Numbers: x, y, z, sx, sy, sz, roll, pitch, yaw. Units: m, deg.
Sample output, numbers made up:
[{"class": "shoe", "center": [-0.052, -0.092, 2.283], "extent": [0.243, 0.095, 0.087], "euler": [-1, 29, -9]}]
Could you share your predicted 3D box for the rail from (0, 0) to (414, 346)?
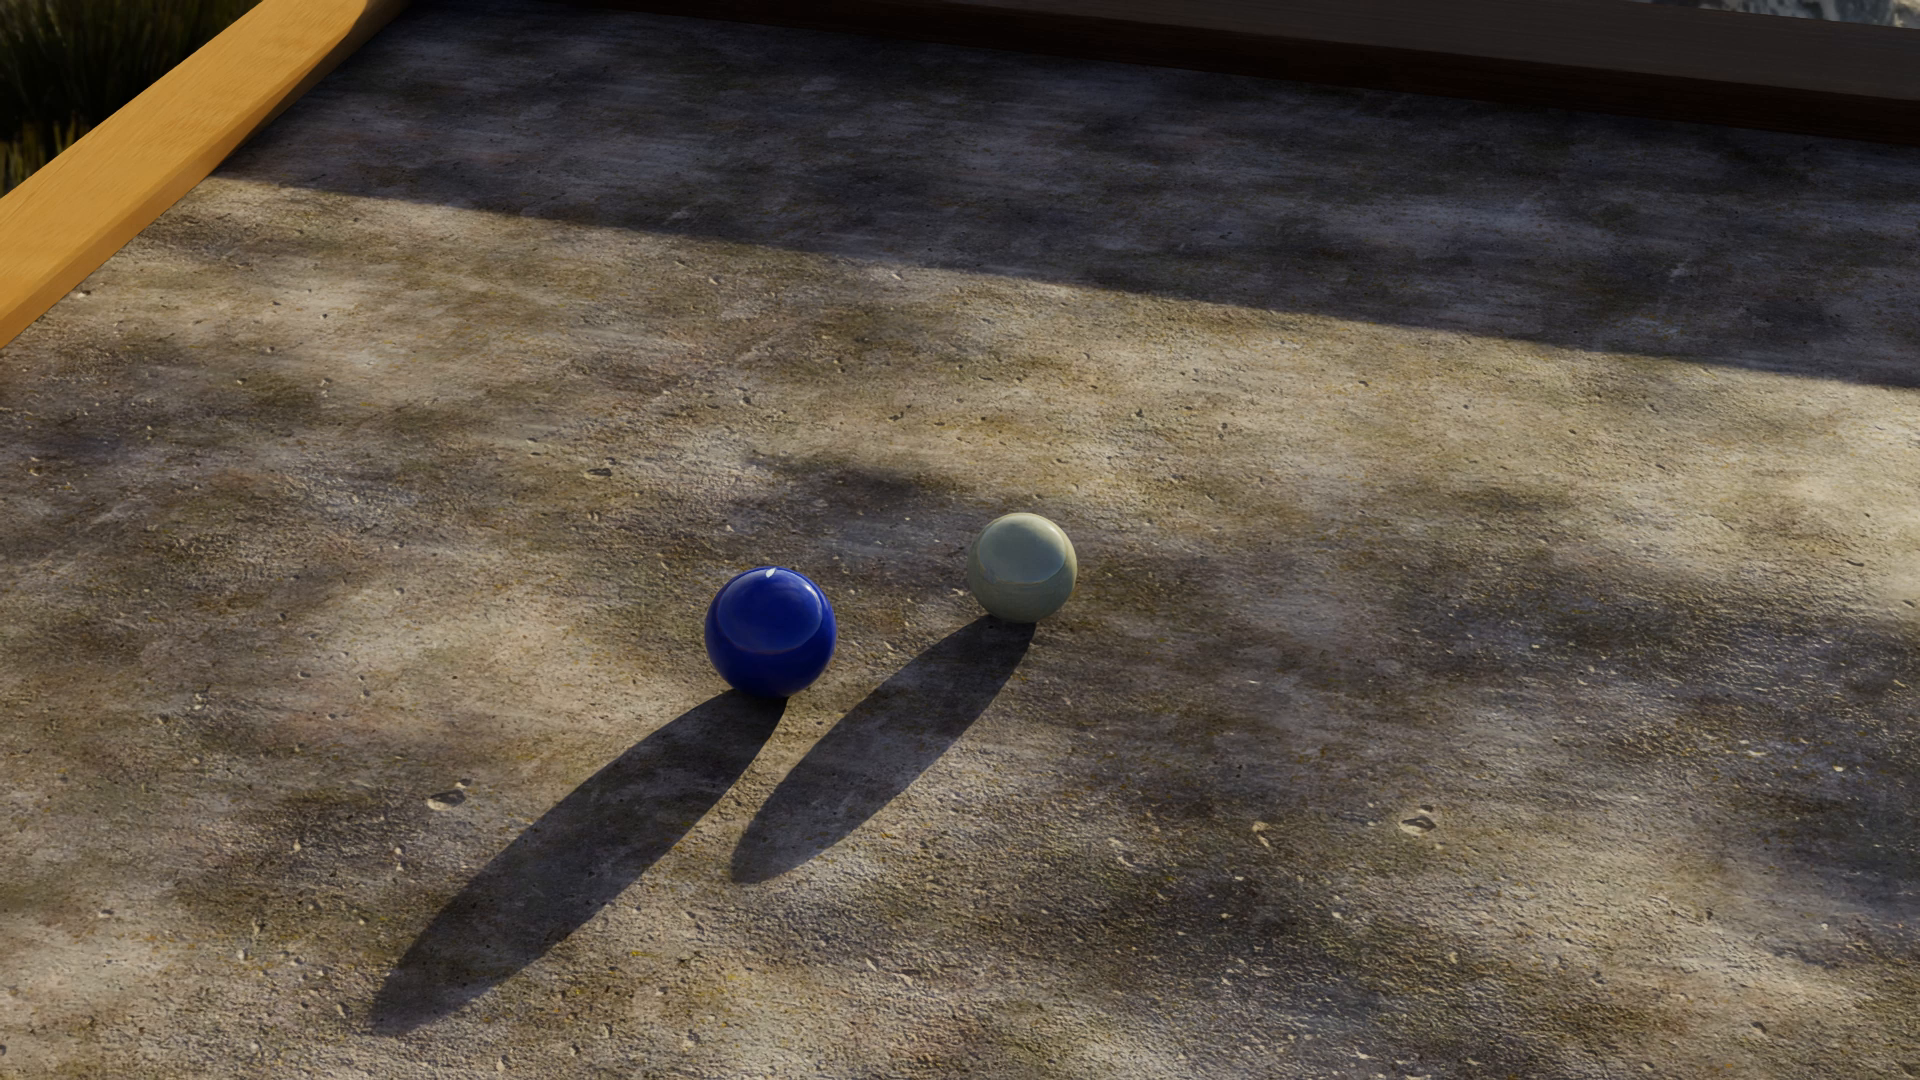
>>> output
[{"class": "rail", "center": [-0.897, -0.150, 2.197], "extent": [0.045, 0.128, 2.128], "euler": [8, 34, 13]}]

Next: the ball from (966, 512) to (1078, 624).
[{"class": "ball", "center": [0.048, 0.022, 1.978], "extent": [0.086, 0.086, 0.086], "euler": [0, 33, 0]}]

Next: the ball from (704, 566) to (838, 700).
[{"class": "ball", "center": [-0.140, 0.068, 1.895], "extent": [0.098, 0.098, 0.098], "euler": [0, 33, 0]}]

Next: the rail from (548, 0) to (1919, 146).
[{"class": "rail", "center": [1.191, -0.432, 2.624], "extent": [3.811, 0.128, 0.045], "euler": [8, 34, 13]}]
